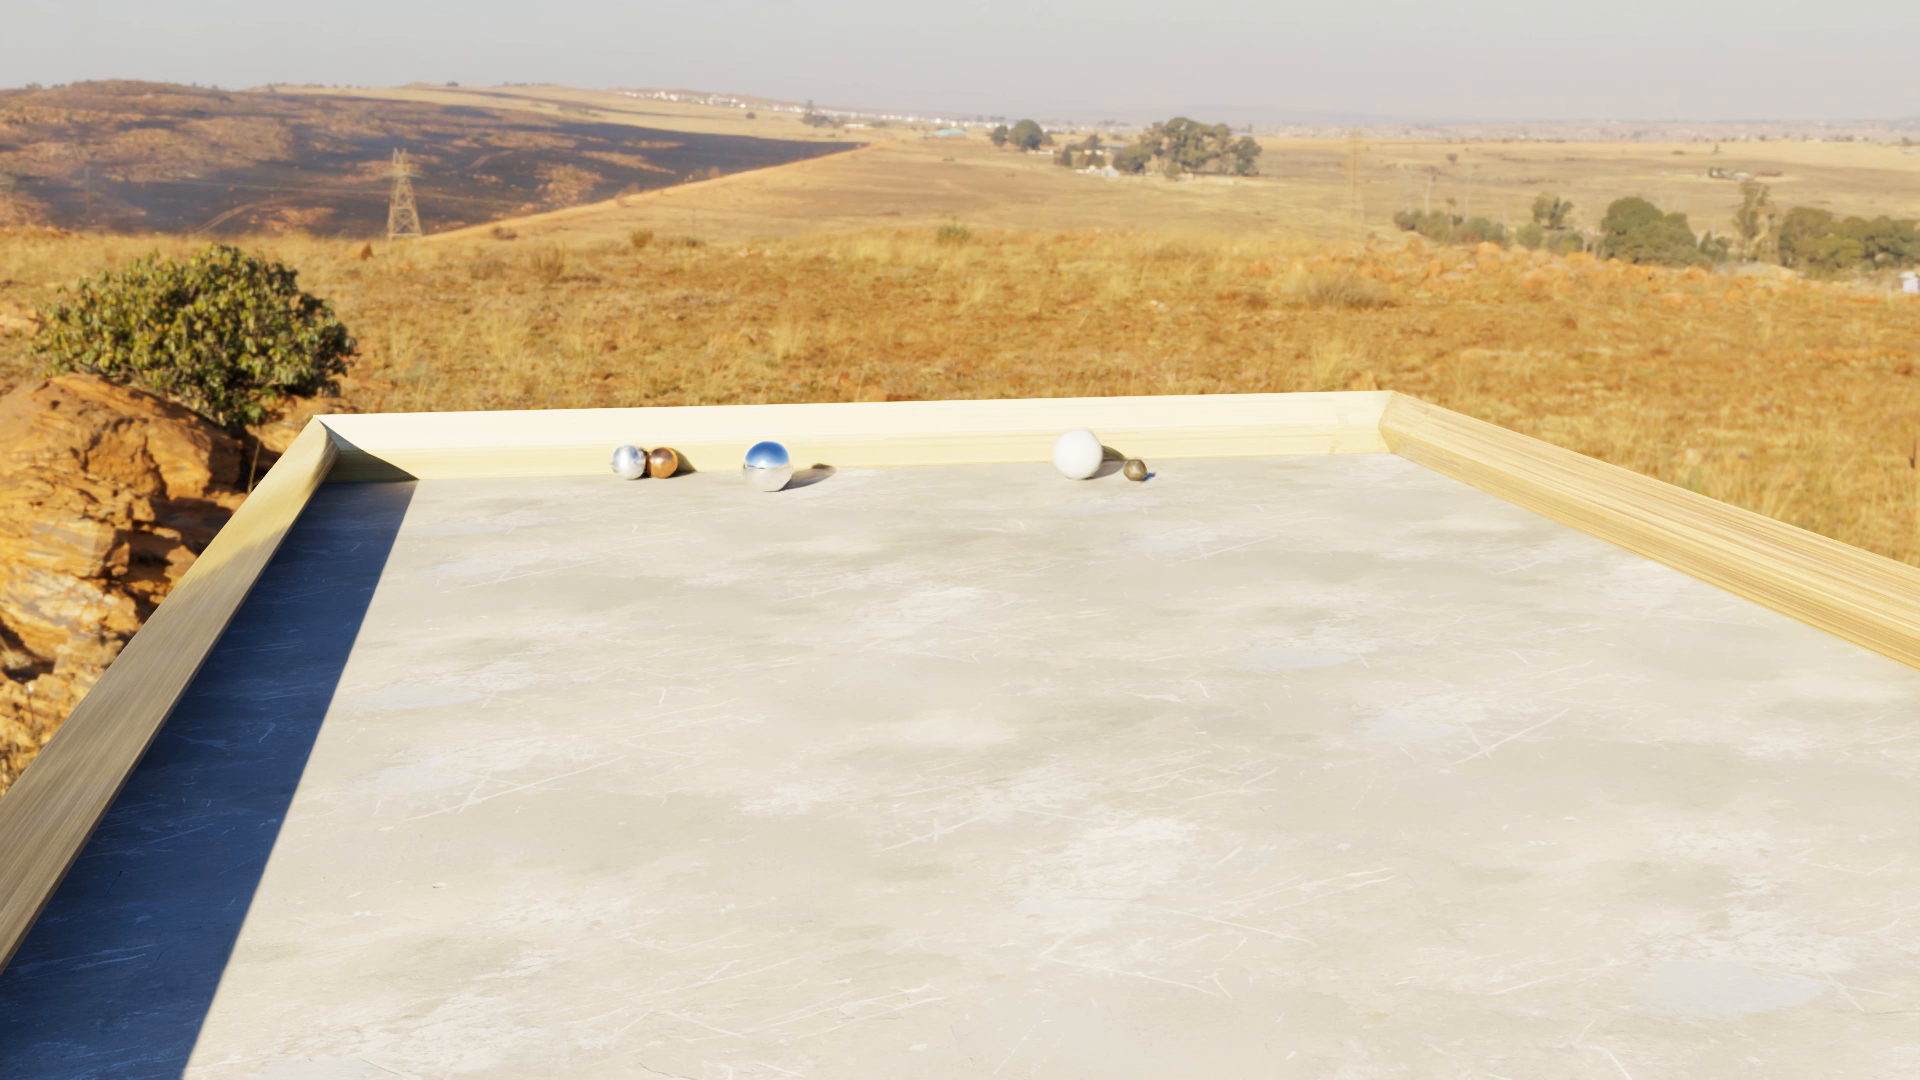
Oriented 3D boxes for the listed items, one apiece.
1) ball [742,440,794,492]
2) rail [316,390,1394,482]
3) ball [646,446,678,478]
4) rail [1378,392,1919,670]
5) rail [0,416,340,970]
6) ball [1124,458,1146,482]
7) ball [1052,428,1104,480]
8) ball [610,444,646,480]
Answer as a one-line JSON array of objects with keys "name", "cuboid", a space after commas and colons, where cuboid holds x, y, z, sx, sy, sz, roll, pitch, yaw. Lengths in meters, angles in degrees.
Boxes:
[{"name": "ball", "cuboid": [-0.323, -0.124, 3.700, 0.087, 0.087, 0.087, 0, 11, 0]}, {"name": "rail", "cuboid": [-0.146, -0.185, 3.933, 1.951, 0.115, 0.045, -2, 11, -10]}, {"name": "ball", "cuboid": [-0.520, -0.136, 3.837, 0.056, 0.056, 0.056, 0, 11, 0]}, {"name": "rail", "cuboid": [1.087, 0.104, 2.451, 0.045, 0.115, 3.449, -2, 11, -10]}, {"name": "rail", "cuboid": [-0.788, 0.168, 2.127, 0.045, 0.115, 3.449, -2, 11, -10]}, {"name": "ball", "cuboid": [0.303, -0.121, 3.804, 0.041, 0.041, 0.041, 0, 11, 0]}, {"name": "ball", "cuboid": [0.205, -0.149, 3.821, 0.089, 0.089, 0.089, 0, 11, 0]}, {"name": "ball", "cuboid": [-0.577, -0.136, 3.820, 0.062, 0.062, 0.062, 0, 11, 0]}]
